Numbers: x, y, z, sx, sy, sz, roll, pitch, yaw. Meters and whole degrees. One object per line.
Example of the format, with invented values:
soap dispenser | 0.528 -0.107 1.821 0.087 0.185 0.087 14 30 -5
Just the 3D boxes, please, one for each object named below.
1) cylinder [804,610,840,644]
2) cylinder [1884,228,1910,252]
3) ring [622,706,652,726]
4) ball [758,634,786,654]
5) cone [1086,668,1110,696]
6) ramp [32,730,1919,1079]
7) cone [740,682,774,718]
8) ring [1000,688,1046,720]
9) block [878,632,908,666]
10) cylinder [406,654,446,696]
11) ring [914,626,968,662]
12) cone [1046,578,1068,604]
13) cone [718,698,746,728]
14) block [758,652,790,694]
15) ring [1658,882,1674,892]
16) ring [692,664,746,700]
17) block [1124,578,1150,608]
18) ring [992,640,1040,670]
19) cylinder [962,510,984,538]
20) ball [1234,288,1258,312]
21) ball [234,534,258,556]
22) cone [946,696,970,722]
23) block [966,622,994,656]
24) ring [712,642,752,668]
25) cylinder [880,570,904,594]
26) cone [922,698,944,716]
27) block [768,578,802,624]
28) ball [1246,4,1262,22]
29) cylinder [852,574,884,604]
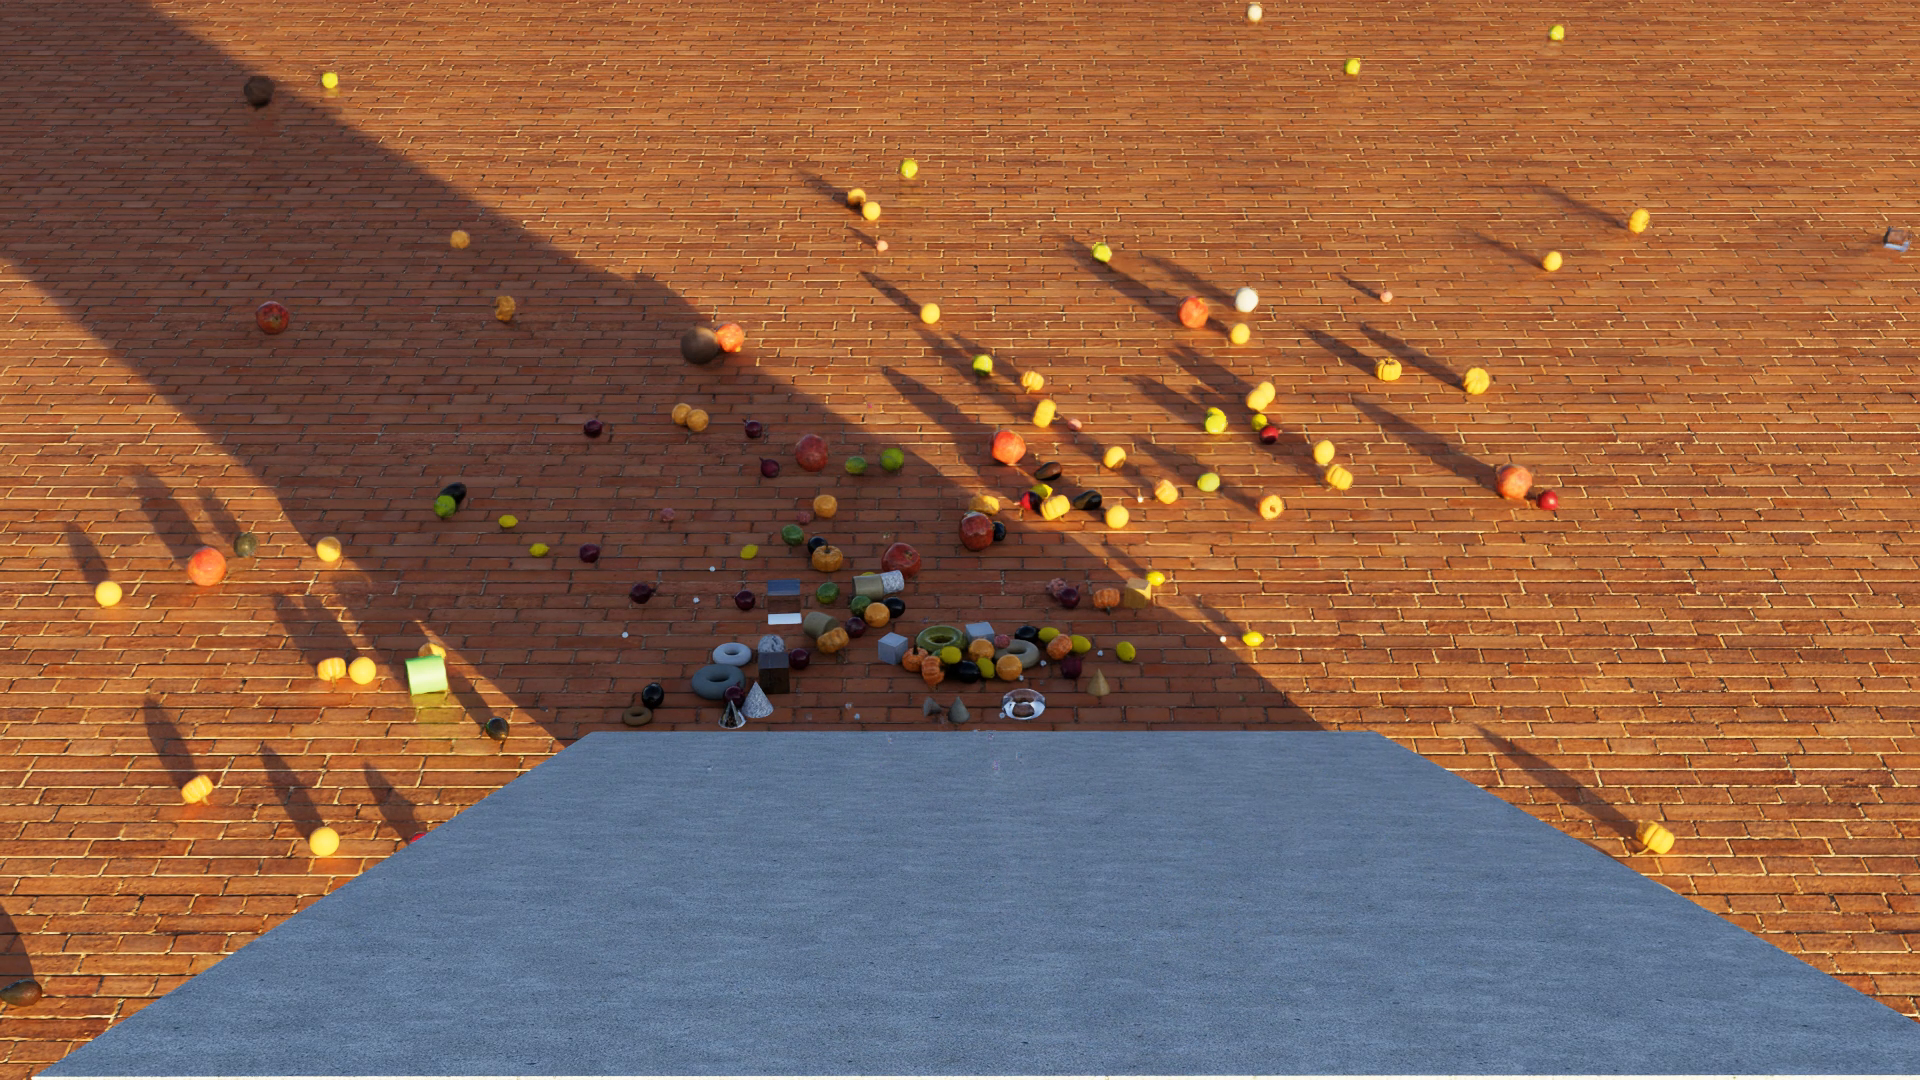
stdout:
cylinder | -0.386 0.243 7.183 0.072 0.072 0.072 20 34 33
cylinder | 3.551 -1.138 9.792 0.076 0.076 0.076 21 34 34
ring | -0.851 0.465 6.811 0.080 0.027 0.080 -1 27 1
ball | -0.514 0.296 7.077 0.076 0.076 0.076 0 28 0
cone | 0.372 0.372 6.941 0.069 0.069 0.069 0 28 0
ramp | 0.063 0.565 4.604 2.000 0.100 4.000 0 1 0
cone | -0.540 0.411 6.847 0.088 0.088 0.088 0 28 0
ring | 0.168 0.435 6.853 0.123 0.041 0.123 -1 27 0
block | -0.184 0.299 7.091 0.059 0.059 0.059 19 33 31
cylinder | -1.433 0.362 6.932 0.095 0.095 0.095 -9 29 -17
ring | -0.052 0.285 7.129 0.148 0.049 0.148 -1 29 0
cone | 0.287 0.156 7.391 0.068 0.068 0.068 -7 55 -13
cone | -0.601 0.447 6.796 0.072 0.072 0.072 0 28 0
block | -0.501 0.359 6.952 0.081 0.081 0.081 -2 28 -4
ring | 1.637 0.843 6.088 0.101 0.034 0.101 -1 29 0
ring | -0.649 0.381 6.946 0.147 0.049 0.147 -1 28 1
block | 0.506 0.152 7.367 0.060 0.060 0.060 10 29 18
ring | 0.154 0.314 7.078 0.130 0.043 0.130 0 26 0
cylinder | 0.038 -0.046 7.738 0.064 0.064 0.064 -2 28 -4
ball | 1.022 -0.858 9.251 0.087 0.087 0.087 0 28 0
ball | -2.108 0.016 7.616 0.068 0.068 0.068 0 28 0
cone | -0.005 0.438 6.821 0.065 0.065 0.065 0 28 0
block | 0.055 0.274 7.130 0.065 0.065 0.065 -8 29 -14
ring | -0.624 0.317 7.081 0.109 0.036 0.109 0 26 0
cylinder | -0.201 0.122 7.421 0.062 0.062 0.062 -12 30 -22
cone | -0.064 0.449 6.845 0.051 0.051 0.051 19 20 -24
block | -0.497 0.174 7.292 0.092 0.092 0.092 -2 28 -4
ball | 1.415 -2.539 12.439 0.081 0.081 0.081 0 28 0
cylinder | -0.264 0.139 7.371 0.079 0.079 0.079 -6 28 -11
